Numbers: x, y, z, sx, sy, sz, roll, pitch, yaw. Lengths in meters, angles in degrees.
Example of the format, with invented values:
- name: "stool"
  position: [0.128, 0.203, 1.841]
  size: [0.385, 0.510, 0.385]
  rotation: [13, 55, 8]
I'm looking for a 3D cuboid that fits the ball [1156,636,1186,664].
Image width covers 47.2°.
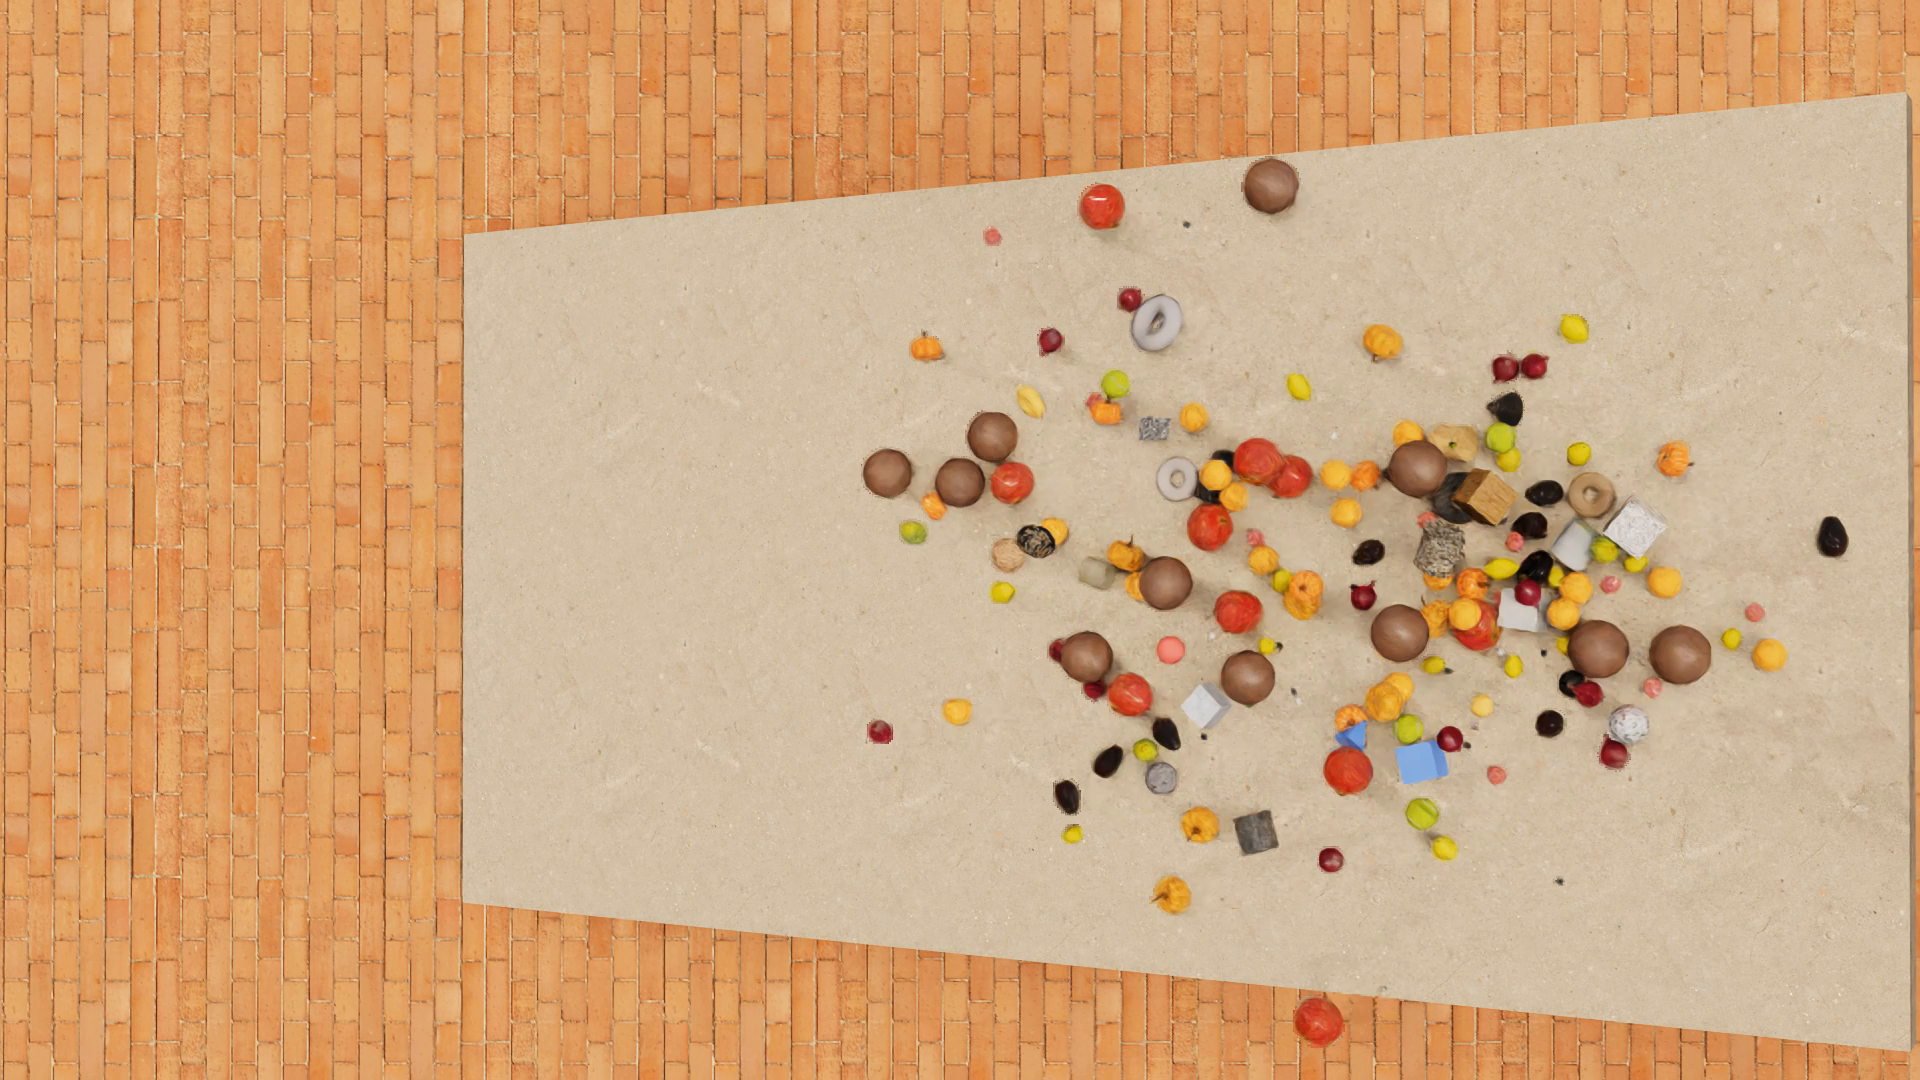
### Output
- name: "ball"
  position: [0.516, 0.269, 5.383]
  size: [0.070, 0.070, 0.070]
  rotation: [0, 89, 0]

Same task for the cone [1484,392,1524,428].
- name: "cone"
  position: [1.221, -0.299, 5.000]
  size: [0.083, 0.083, 0.083]
  rotation: [-6, 101, -32]

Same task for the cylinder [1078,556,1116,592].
- name: "cylinder"
  position: [0.342, 0.084, 5.485]
  size: [0.069, 0.069, 0.069]
  rotation: [22, 89, 30]

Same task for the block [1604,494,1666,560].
- name: "block"
  position: [1.463, -0.030, 4.766]
  size: [0.093, 0.093, 0.093]
  rotation: [39, 110, 8]

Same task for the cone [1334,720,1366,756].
- name: "cone"
  position: [0.923, 0.446, 5.103]
  size: [0.077, 0.077, 0.077]
  rotation: [38, 73, 0]

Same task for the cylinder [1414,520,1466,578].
- name: "cylinder"
  position: [1.077, 0.021, 4.936]
  size: [0.093, 0.093, 0.093]
  rotation: [11, 120, 0]

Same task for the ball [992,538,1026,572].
- name: "ball"
  position: [0.124, 0.037, 5.602]
  size: [0.088, 0.088, 0.088]
  rotation: [0, 89, 0]

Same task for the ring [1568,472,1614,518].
- name: "ring"
  position: [1.403, -0.099, 4.889]
  size: [0.106, 0.035, 0.106]
  rotation: [6, 99, 36]

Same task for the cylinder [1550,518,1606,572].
- name: "cylinder"
  position: [1.371, 0.010, 4.880]
  size: [0.087, 0.087, 0.087]
  rotation: [35, 108, 0]

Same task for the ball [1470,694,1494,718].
- name: "ball"
  position: [1.188, 0.378, 5.004]
  size: [0.051, 0.051, 0.051]
  rotation: [0, 89, 0]

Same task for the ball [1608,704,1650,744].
- name: "ball"
  position: [1.466, 0.405, 4.820]
  size: [0.088, 0.088, 0.088]
  rotation: [0, 89, 0]

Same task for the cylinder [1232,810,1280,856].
- name: "cylinder"
  position: [0.708, 0.700, 5.255]
  size: [0.092, 0.092, 0.092]
  rotation: [-14, 81, 0]

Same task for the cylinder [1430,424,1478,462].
- name: "cylinder"
  position: [1.126, -0.221, 5.018]
  size: [0.079, 0.079, 0.079]
  rotation: [-7, 101, -41]

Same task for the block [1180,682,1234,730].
- name: "block"
  position: [0.599, 0.402, 5.330]
  size: [0.077, 0.077, 0.077]
  rotation: [47, 111, 22]

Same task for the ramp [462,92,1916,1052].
- name: "ramp"
  position: [0.270, 0.075, 5.626]
  size: [4.000, 0.100, 2.000]
  rotation: [0, 89, 30]

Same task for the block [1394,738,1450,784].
- name: "block"
  position: [1.063, 0.509, 5.057]
  size: [0.084, 0.084, 0.084]
  rotation: [-16, 82, 29]

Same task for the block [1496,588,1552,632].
- name: "block"
  position: [1.266, 0.158, 4.932]
  size: [0.086, 0.086, 0.086]
  rotation: [9, 91, 33]

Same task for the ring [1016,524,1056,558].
- name: "ring"
  position: [0.184, 0.004, 5.334]
  size: [0.098, 0.098, 0.033]
  rotation: [26, 50, 0]

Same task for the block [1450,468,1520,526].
- name: "block"
  position: [1.182, -0.096, 4.952]
  size: [0.090, 0.090, 0.090]
  rotation: [38, 87, -13]

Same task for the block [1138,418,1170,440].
- name: "block"
  position: [0.478, -0.273, 5.409]
  size: [0.054, 0.054, 0.054]
  rotation: [2, 91, -31]

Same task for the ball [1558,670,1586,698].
- name: "ball"
  position: [1.364, 0.321, 4.899]
  size: [0.060, 0.060, 0.060]
  rotation: [0, 89, 0]

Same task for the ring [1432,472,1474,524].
- name: "ring"
  position: [1.143, -0.096, 5.041]
  size: [0.123, 0.041, 0.123]
  rotation: [-1, 88, 30]

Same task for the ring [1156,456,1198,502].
- name: "ring"
  position: [0.534, -0.150, 5.396]
  size: [0.112, 0.037, 0.112]
  rotation: [0, 89, 29]

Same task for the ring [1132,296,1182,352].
- name: "ring"
  position: [0.484, -0.532, 5.403]
  size: [0.146, 0.049, 0.146]
  rotation: [-17, 63, 38]

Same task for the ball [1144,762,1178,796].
- name: "ball"
  position: [0.493, 0.584, 5.387]
  size: [0.081, 0.081, 0.081]
  rotation: [0, 89, 0]
